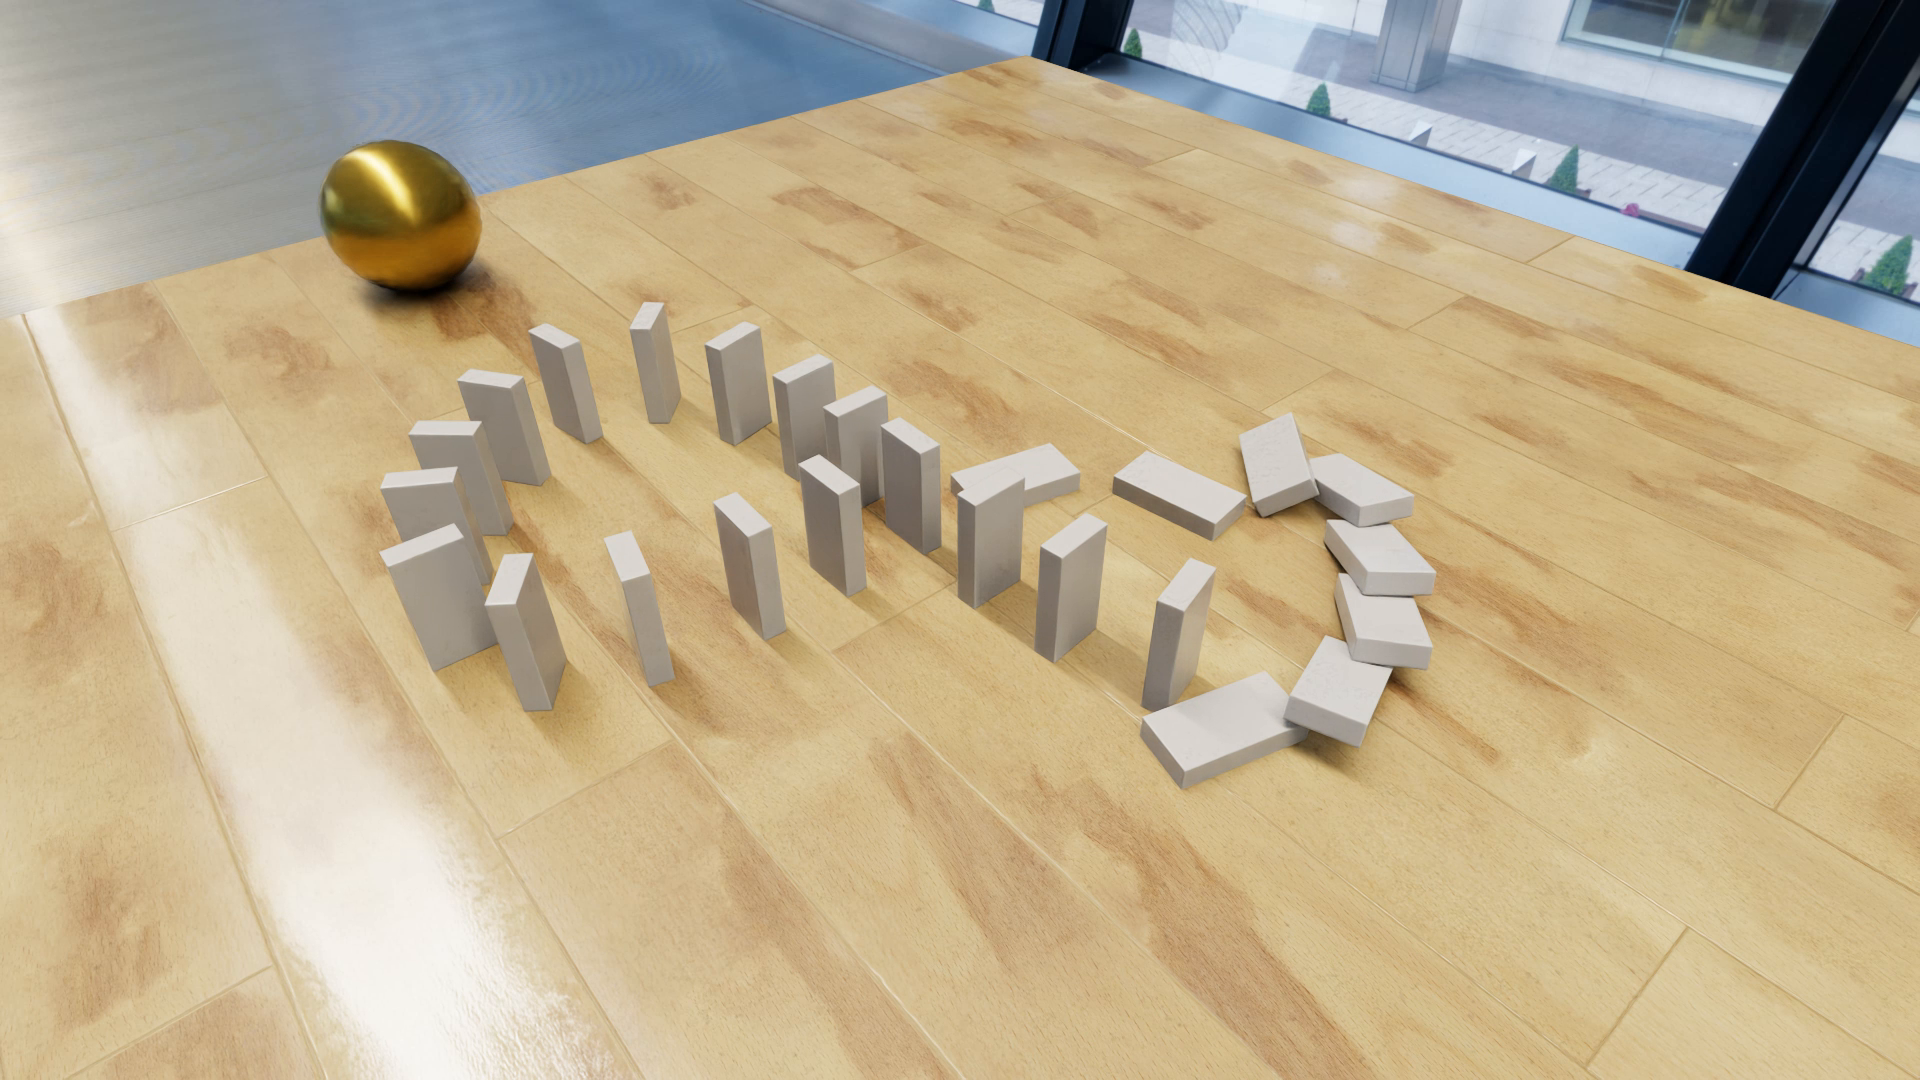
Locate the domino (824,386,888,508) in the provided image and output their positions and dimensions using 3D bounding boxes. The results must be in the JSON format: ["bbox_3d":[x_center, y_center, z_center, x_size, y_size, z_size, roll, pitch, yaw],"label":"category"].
[{"bbox_3d":[-0.042,-0.037,0.456,0.025,0.050,0.009,-30,48,-31],"label":"domino"}]

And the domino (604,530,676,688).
[{"bbox_3d":[-0.111,0.024,0.382,0.010,0.050,0.025,-18,43,-21],"label":"domino"}]

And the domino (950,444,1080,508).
[{"bbox_3d":[0.024,-0.025,0.474,0.050,0.009,0.025,-18,43,-21],"label":"domino"}]

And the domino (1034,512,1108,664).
[{"bbox_3d":[0.039,0.017,0.390,0.010,0.050,0.025,30,48,32],"label":"domino"}]

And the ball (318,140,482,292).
[{"bbox_3d":[-0.306,-0.177,0.604,0.080,0.080,0.080,0,39,0],"label":"ball"}]

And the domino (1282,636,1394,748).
[{"bbox_3d":[0.129,0.050,0.372,0.025,0.010,0.050,20,28,24],"label":"domino"}]

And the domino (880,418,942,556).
[{"bbox_3d":[-0.019,-0.021,0.437,0.009,0.050,0.025,-28,47,-30],"label":"domino"}]

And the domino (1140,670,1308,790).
[{"bbox_3d":[0.088,0.063,0.367,0.050,0.009,0.025,-16,42,-19],"label":"domino"}]

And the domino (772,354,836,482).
[{"bbox_3d":[-0.066,-0.053,0.476,0.009,0.050,0.025,32,49,33],"label":"domino"}]

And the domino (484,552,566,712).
[{"bbox_3d":[-0.146,0.032,0.373,0.010,0.050,0.025,-3,39,-3],"label":"domino"}]

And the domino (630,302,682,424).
[{"bbox_3d":[-0.141,-0.082,0.512,0.009,0.050,0.025,1,39,2],"label":"domino"}]

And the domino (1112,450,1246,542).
[{"bbox_3d":[0.093,-0.019,0.467,0.050,0.009,0.025,29,47,31],"label":"domino"}]

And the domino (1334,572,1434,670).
[{"bbox_3d":[0.153,0.029,0.399,0.025,0.009,0.050,7,26,8],"label":"domino"}]

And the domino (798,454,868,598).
[{"bbox_3d":[-0.048,-0.005,0.417,0.010,0.050,0.025,-29,47,-31],"label":"domino"}]

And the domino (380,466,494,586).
[{"bbox_3d":[-0.197,-0.003,0.416,0.025,0.050,0.010,-6,40,-7],"label":"domino"}]

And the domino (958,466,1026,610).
[{"bbox_3d":[0.011,0.000,0.412,0.025,0.050,0.009,-31,48,-32],"label":"domino"}]

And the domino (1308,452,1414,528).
[{"bbox_3d":[0.163,-0.022,0.461,0.025,0.009,0.050,-11,27,-14],"label":"domino"}]

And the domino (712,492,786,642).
[{"bbox_3d":[-0.076,0.010,0.399,0.009,0.050,0.025,-26,46,-29],"label":"domino"}]

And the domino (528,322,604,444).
[{"bbox_3d":[-0.178,-0.070,0.497,0.025,0.050,0.010,27,47,29],"label":"domino"}]

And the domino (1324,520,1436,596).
[{"bbox_3d":[0.161,0.006,0.425,0.025,0.009,0.050,1,23,0],"label":"domino"}]

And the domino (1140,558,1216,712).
[{"bbox_3d":[0.073,0.033,0.371,0.009,0.050,0.025,23,45,25],"label":"domino"}]

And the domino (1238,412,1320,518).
[{"bbox_3d":[0.137,-0.033,0.474,0.025,0.010,0.050,-24,33,23],"label":"domino"}]

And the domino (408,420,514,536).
[{"bbox_3d":[-0.199,-0.024,0.441,0.025,0.050,0.009,1,39,1],"label":"domino"}]

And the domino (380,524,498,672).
[{"bbox_3d":[-0.181,0.021,0.386,0.025,0.050,0.010,-27,46,-29],"label":"domino"}]

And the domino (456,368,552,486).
[{"bbox_3d":[-0.194,-0.047,0.469,0.025,0.050,0.010,9,40,11],"label":"domino"}]

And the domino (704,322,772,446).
[{"bbox_3d":[-0.100,-0.070,0.497,0.010,0.050,0.025,24,45,26],"label":"domino"}]
